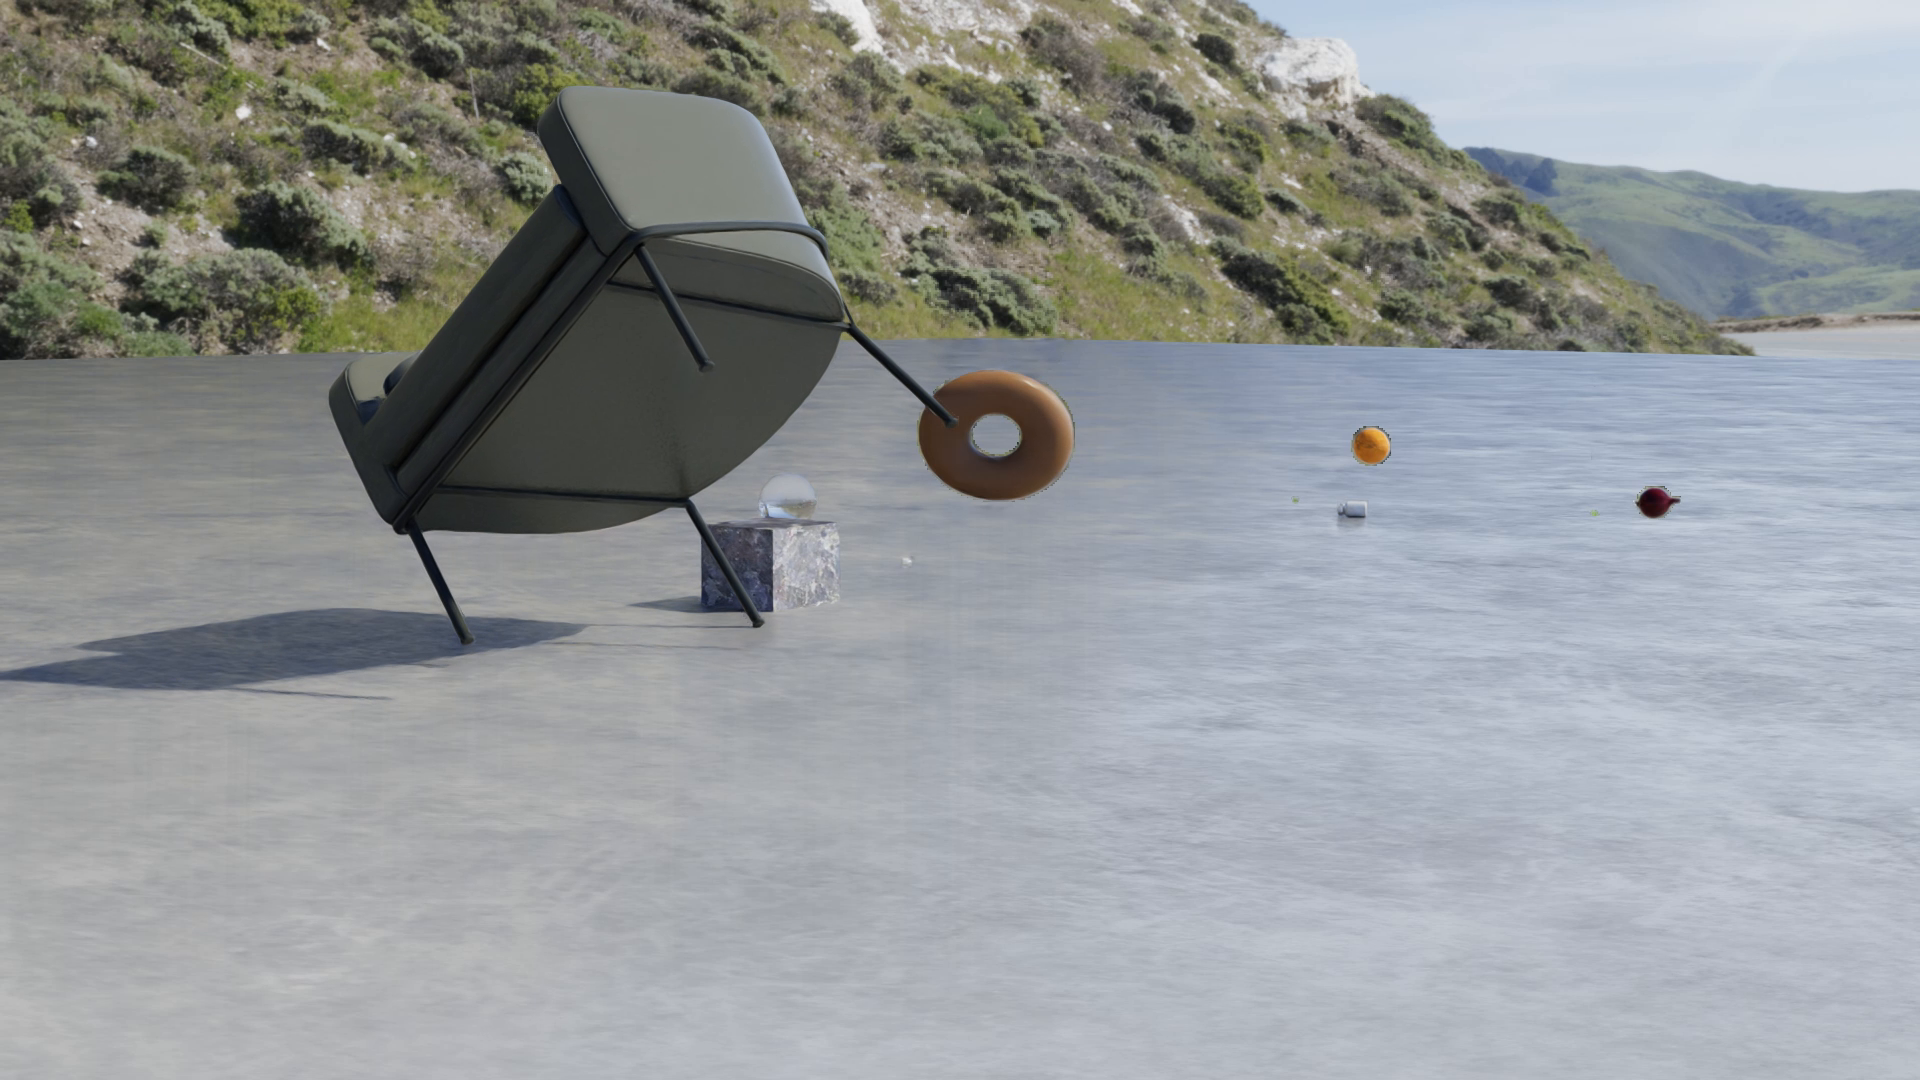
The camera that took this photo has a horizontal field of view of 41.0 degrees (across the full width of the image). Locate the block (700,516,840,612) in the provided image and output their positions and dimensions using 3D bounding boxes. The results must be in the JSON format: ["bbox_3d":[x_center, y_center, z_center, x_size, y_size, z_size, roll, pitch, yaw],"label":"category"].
[{"bbox_3d":[-0.381,0.047,5.164,0.193,0.162,0.200,5,7,38],"label":"block"}]

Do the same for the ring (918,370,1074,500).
[{"bbox_3d":[0.102,-0.296,7.264,0.441,0.373,0.105,5,11,1],"label":"ring"}]

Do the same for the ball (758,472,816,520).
[{"bbox_3d":[-0.446,-0.099,6.638,0.150,0.150,0.150,0,6,0],"label":"ball"}]
